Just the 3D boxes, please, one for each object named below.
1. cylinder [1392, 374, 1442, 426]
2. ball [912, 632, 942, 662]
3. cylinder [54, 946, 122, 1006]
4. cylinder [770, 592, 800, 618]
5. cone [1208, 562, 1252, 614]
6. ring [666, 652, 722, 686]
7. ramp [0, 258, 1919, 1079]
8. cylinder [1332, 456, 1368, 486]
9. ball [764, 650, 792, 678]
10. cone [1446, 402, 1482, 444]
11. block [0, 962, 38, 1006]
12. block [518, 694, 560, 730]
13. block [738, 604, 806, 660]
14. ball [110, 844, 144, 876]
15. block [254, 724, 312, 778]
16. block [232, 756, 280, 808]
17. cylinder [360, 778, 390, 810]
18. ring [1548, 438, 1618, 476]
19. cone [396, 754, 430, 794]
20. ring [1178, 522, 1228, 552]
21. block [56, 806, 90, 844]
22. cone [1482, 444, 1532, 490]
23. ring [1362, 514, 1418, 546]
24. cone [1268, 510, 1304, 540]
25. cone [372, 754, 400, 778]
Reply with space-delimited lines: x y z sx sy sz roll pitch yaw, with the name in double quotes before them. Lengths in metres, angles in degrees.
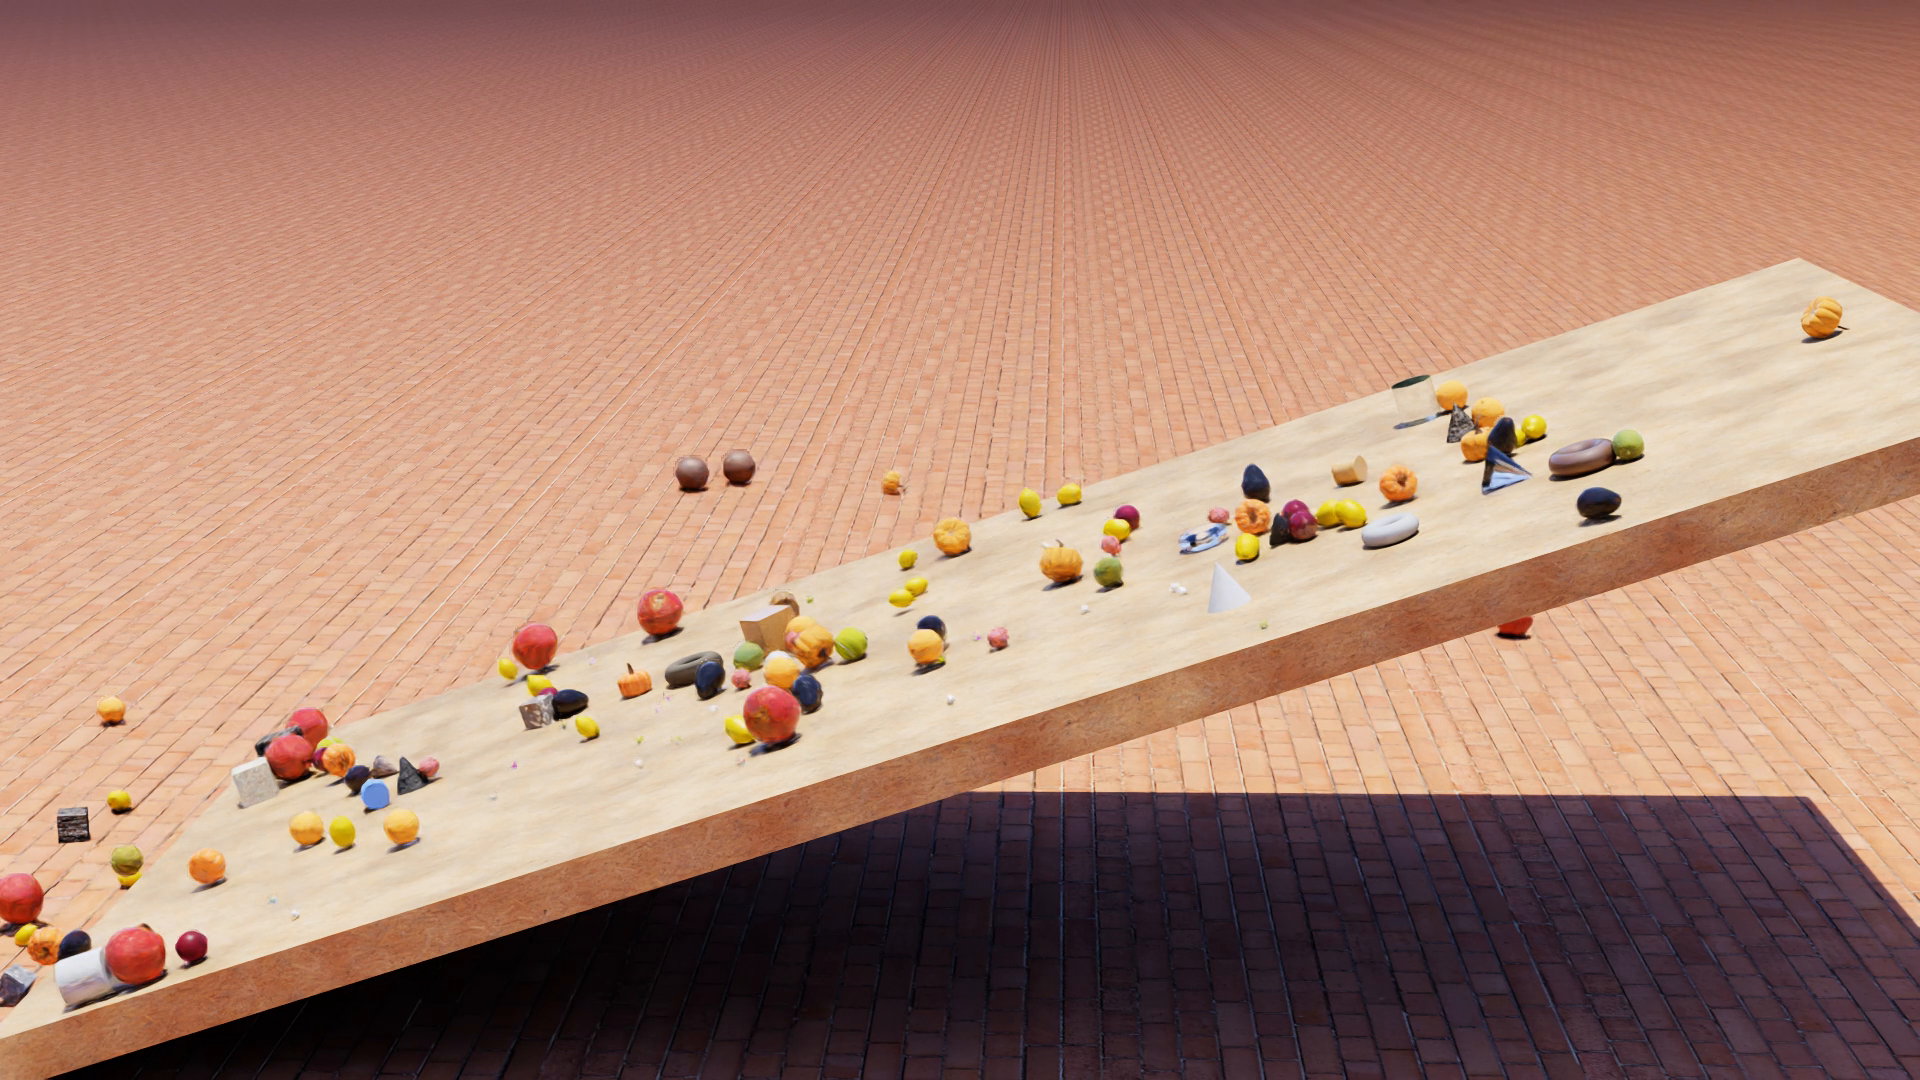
"cylinder" 1.039 -0.317 6.688 0.092 0.092 0.092 -18 11 4
"ball" -0.067 0.217 5.983 0.062 0.062 0.062 0 12 0
"cylinder" -1.648 0.825 5.563 0.090 0.090 0.090 -20 11 6
"cylinder" -0.408 0.157 6.849 0.062 0.062 0.062 -2 15 -9
"cone" 0.501 0.082 5.614 0.089 0.089 0.089 -18 11 4
"ring" -0.596 0.287 6.586 0.135 0.045 0.135 -18 9 3
"ramp" 0.105 0.181 6.307 4.000 0.100 2.000 -18 11 6
"cylinder" 0.834 -0.149 6.292 0.055 0.055 0.055 -10 3 38
"ball" -0.388 0.265 6.289 0.060 0.060 0.060 0 12 0
"cone" 1.081 -0.262 6.368 0.083 0.083 0.083 -18 11 4
"block" -1.925 0.906 5.992 0.054 0.054 0.054 34 15 -1
"block" -0.950 0.388 6.648 0.058 0.058 0.058 -12 12 31
"block" -0.419 0.205 6.565 0.092 0.092 0.092 -25 12 -29
"ball" -1.852 0.712 6.535 0.072 0.072 0.072 0 12 0
"block" -1.634 0.513 7.102 0.092 0.092 0.092 -18 11 5
"block" -1.649 0.566 6.883 0.084 0.084 0.084 -21 11 -11
"cylinder" -1.267 0.550 6.375 0.059 0.059 0.059 -4 6 -17
"ring" 1.213 -0.160 5.729 0.137 0.046 0.137 -17 10 3
"cone" -1.211 0.507 6.446 0.078 0.078 0.078 -18 11 4
"ring" 0.511 -0.006 6.183 0.108 0.036 0.108 -19 9 3
"block" -2.130 0.685 7.064 0.068 0.068 0.068 -3 12 -13
"cone" 1.089 -0.135 5.819 0.096 0.096 0.096 12 14 13
"ring" 0.833 -0.019 5.692 0.115 0.038 0.115 -20 10 4
"cone" 0.671 -0.015 5.965 0.071 0.071 0.071 26 20 17
"cone" -1.291 0.520 6.658 0.058 0.058 0.058 12 14 13
